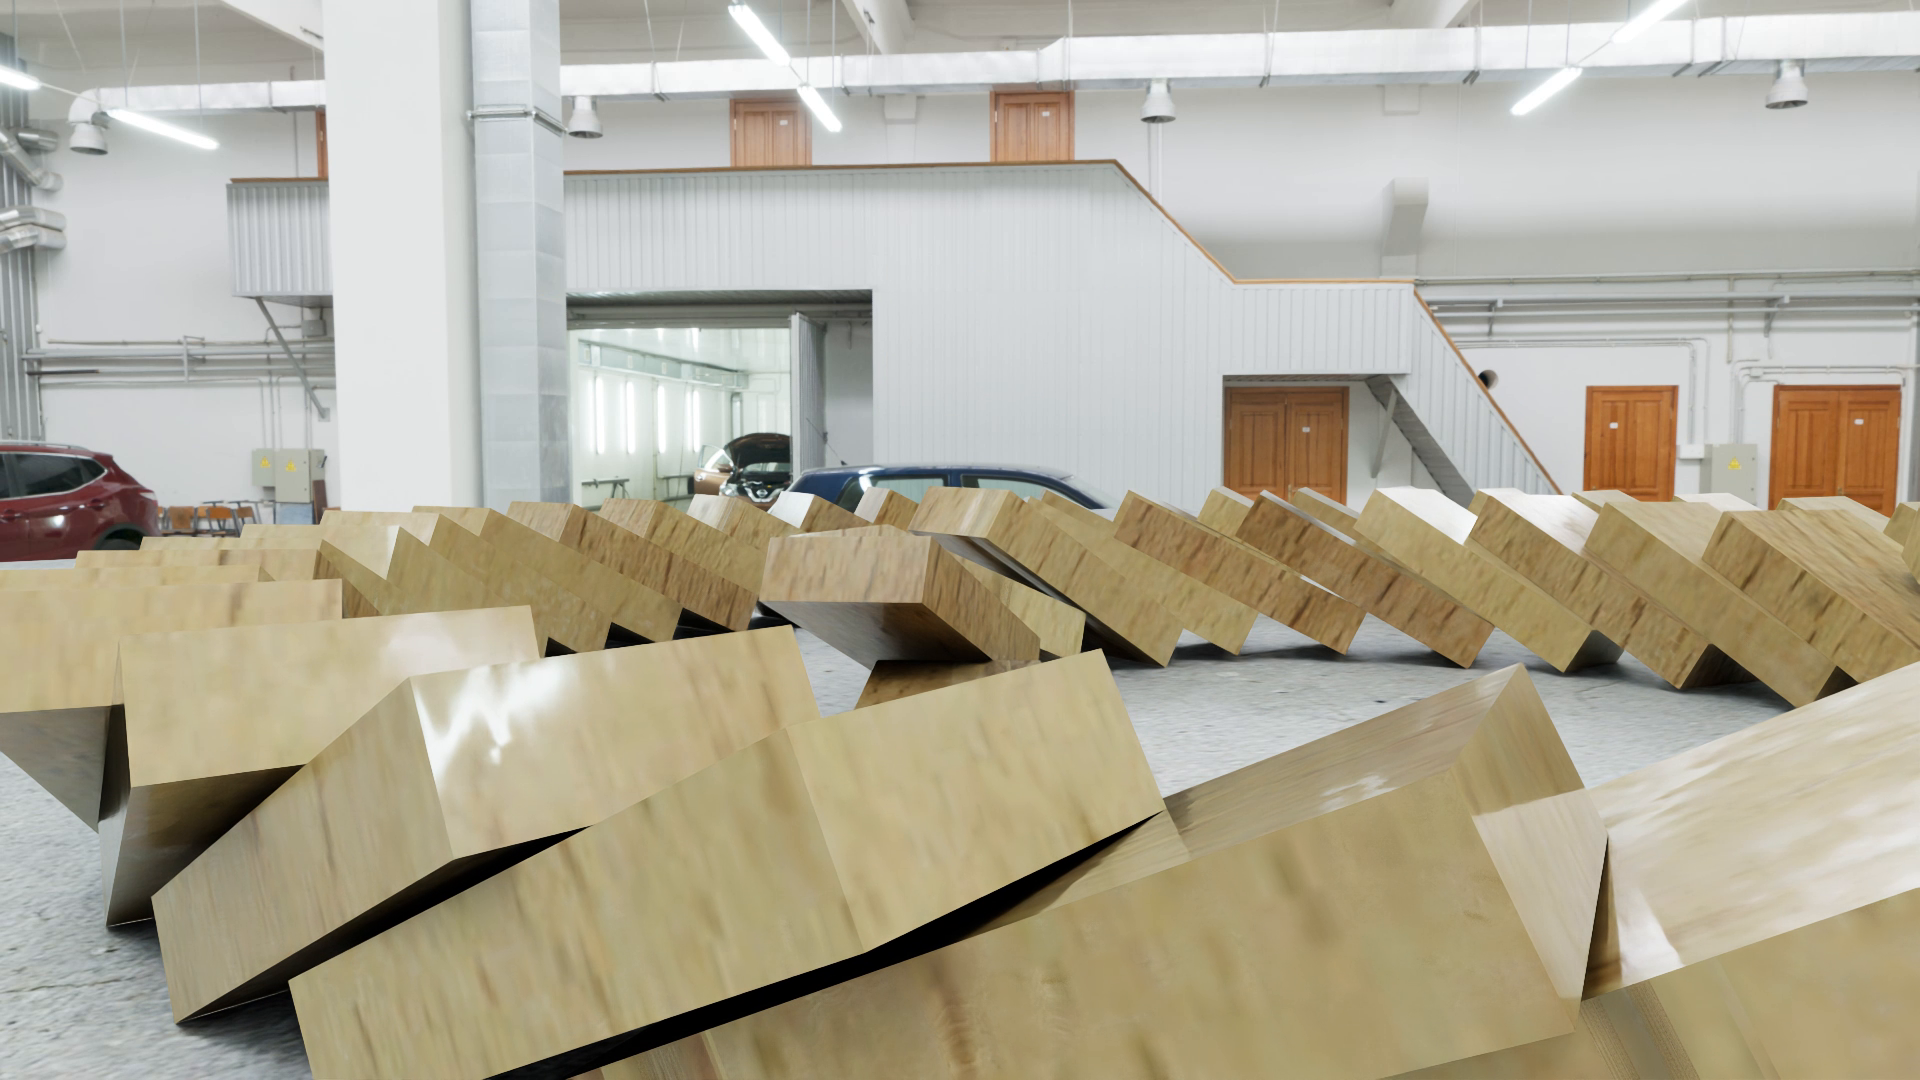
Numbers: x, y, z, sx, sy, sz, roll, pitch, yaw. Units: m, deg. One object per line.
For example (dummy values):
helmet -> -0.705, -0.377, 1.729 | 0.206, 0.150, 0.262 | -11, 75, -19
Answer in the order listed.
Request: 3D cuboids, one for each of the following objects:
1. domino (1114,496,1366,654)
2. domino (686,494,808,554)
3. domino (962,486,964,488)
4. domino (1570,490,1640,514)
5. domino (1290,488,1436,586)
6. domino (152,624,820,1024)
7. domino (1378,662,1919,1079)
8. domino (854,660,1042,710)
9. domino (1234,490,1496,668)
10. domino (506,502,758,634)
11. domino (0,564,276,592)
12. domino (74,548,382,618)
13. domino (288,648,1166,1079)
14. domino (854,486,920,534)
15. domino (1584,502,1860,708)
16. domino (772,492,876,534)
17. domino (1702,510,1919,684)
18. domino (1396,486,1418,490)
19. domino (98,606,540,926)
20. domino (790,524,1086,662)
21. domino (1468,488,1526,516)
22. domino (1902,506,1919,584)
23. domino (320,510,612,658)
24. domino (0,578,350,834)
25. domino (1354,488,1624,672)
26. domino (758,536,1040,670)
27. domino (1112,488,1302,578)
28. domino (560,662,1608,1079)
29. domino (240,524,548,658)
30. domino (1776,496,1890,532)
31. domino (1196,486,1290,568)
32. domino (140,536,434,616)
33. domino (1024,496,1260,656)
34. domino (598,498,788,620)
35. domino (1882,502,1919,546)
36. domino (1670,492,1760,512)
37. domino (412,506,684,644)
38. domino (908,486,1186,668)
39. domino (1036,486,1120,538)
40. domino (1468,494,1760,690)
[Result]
domino -> 0.057, 0.007, 0.264 | 0.050, 0.010, 0.025 | 27, 5, 9
domino -> -0.040, 0.004, 0.311 | 0.050, 0.009, 0.025 | 28, -12, -31
domino -> 0.021, 0.001, 0.347 | 0.050, 0.009, 0.025 | 26, 3, -2
domino -> 0.174, 0.004, 0.311 | 0.025, 0.010, 0.050 | -3, 32, -40
domino -> 0.112, 0.002, 0.342 | 0.050, 0.010, 0.025 | 29, 13, 16
domino -> -0.034, 0.021, 0.089 | 0.025, 0.009, 0.050 | -5, -20, -47
domino -> 0.029, 0.022, 0.062 | 0.050, 0.009, 0.025 | -27, -4, 17
domino -> -0.001, 0.025, 0.172 | 0.025, 0.009, 0.050 | 0, 4, 1
domino -> 0.081, 0.007, 0.258 | 0.050, 0.010, 0.025 | 31, 11, 11
domino -> -0.071, 0.006, 0.276 | 0.025, 0.009, 0.050 | 3, -21, 43
domino -> -0.082, 0.016, 0.141 | 0.025, 0.009, 0.050 | -1, -22, -9
domino -> -0.086, 0.015, 0.163 | 0.025, 0.009, 0.050 | 0, -22, -6
domino -> -0.016, 0.021, 0.076 | 0.050, 0.010, 0.025 | -30, -14, 35
domino -> -0.002, 0.002, 0.337 | 0.050, 0.009, 0.025 | 27, -4, -17
domino -> 0.137, 0.010, 0.222 | 0.025, 0.010, 0.050 | 0, 32, -20
domino -> -0.022, 0.003, 0.325 | 0.050, 0.010, 0.025 | 27, -8, -25
domino -> 0.145, 0.012, 0.200 | 0.025, 0.010, 0.050 | -1, 32, -13
domino -> 0.135, 0.002, 0.336 | 0.050, 0.009, 0.025 | 33, 20, 27
domino -> -0.053, 0.019, 0.103 | 0.025, 0.010, 0.050 | -3, -21, -36
domino -> -0.004, 0.011, 0.224 | 0.025, 0.010, 0.050 | -6, -22, 45
domino -> 0.156, 0.003, 0.326 | 0.025, 0.009, 0.050 | -4, 32, -47
domino -> 0.154, 0.013, 0.176 | 0.025, 0.010, 0.050 | 3, 34, 14
domino -> -0.089, 0.009, 0.233 | 0.025, 0.010, 0.050 | 2, -23, 22
domino -> -0.070, 0.018, 0.120 | 0.025, 0.009, 0.050 | -2, -23, -22
domino -> 0.106, 0.007, 0.256 | 0.025, 0.009, 0.050 | -1, 33, -43
domino -> -0.007, 0.013, 0.199 | 0.025, 0.009, 0.050 | 0, -20, 22
domino -> 0.067, 0.001, 0.350 | 0.050, 0.010, 0.025 | 27, 9, 8
domino -> 0.006, 0.022, 0.067 | 0.050, 0.010, 0.025 | -28, -10, 28
domino -> -0.090, 0.012, 0.209 | 0.025, 0.010, 0.050 | 1, -22, 9
domino -> 0.204, 0.007, 0.276 | 0.025, 0.009, 0.050 | -2, 31, -28
domino -> 0.090, 0.001, 0.348 | 0.050, 0.010, 0.025 | 28, 12, 15
domino -> -0.092, 0.013, 0.187 | 0.025, 0.010, 0.050 | 1, -22, 7
domino -> 0.034, 0.007, 0.262 | 0.050, 0.009, 0.025 | 27, 1, 0
domino -> -0.056, 0.005, 0.294 | 0.050, 0.010, 0.025 | 30, -17, -38
domino -> 0.217, 0.008, 0.256 | 0.025, 0.010, 0.050 | -2, 30, -22
domino -> 0.190, 0.005, 0.294 | 0.025, 0.009, 0.050 | -3, 31, -33
domino -> -0.083, 0.008, 0.256 | 0.025, 0.010, 0.050 | 3, -21, 36
domino -> 0.017, 0.007, 0.242 | 0.050, 0.010, 0.025 | 35, -16, -31
domino -> 0.043, 0.001, 0.348 | 0.050, 0.009, 0.025 | 26, 4, -1
domino -> 0.124, 0.008, 0.241 | 0.025, 0.010, 0.050 | 0, 32, -30
